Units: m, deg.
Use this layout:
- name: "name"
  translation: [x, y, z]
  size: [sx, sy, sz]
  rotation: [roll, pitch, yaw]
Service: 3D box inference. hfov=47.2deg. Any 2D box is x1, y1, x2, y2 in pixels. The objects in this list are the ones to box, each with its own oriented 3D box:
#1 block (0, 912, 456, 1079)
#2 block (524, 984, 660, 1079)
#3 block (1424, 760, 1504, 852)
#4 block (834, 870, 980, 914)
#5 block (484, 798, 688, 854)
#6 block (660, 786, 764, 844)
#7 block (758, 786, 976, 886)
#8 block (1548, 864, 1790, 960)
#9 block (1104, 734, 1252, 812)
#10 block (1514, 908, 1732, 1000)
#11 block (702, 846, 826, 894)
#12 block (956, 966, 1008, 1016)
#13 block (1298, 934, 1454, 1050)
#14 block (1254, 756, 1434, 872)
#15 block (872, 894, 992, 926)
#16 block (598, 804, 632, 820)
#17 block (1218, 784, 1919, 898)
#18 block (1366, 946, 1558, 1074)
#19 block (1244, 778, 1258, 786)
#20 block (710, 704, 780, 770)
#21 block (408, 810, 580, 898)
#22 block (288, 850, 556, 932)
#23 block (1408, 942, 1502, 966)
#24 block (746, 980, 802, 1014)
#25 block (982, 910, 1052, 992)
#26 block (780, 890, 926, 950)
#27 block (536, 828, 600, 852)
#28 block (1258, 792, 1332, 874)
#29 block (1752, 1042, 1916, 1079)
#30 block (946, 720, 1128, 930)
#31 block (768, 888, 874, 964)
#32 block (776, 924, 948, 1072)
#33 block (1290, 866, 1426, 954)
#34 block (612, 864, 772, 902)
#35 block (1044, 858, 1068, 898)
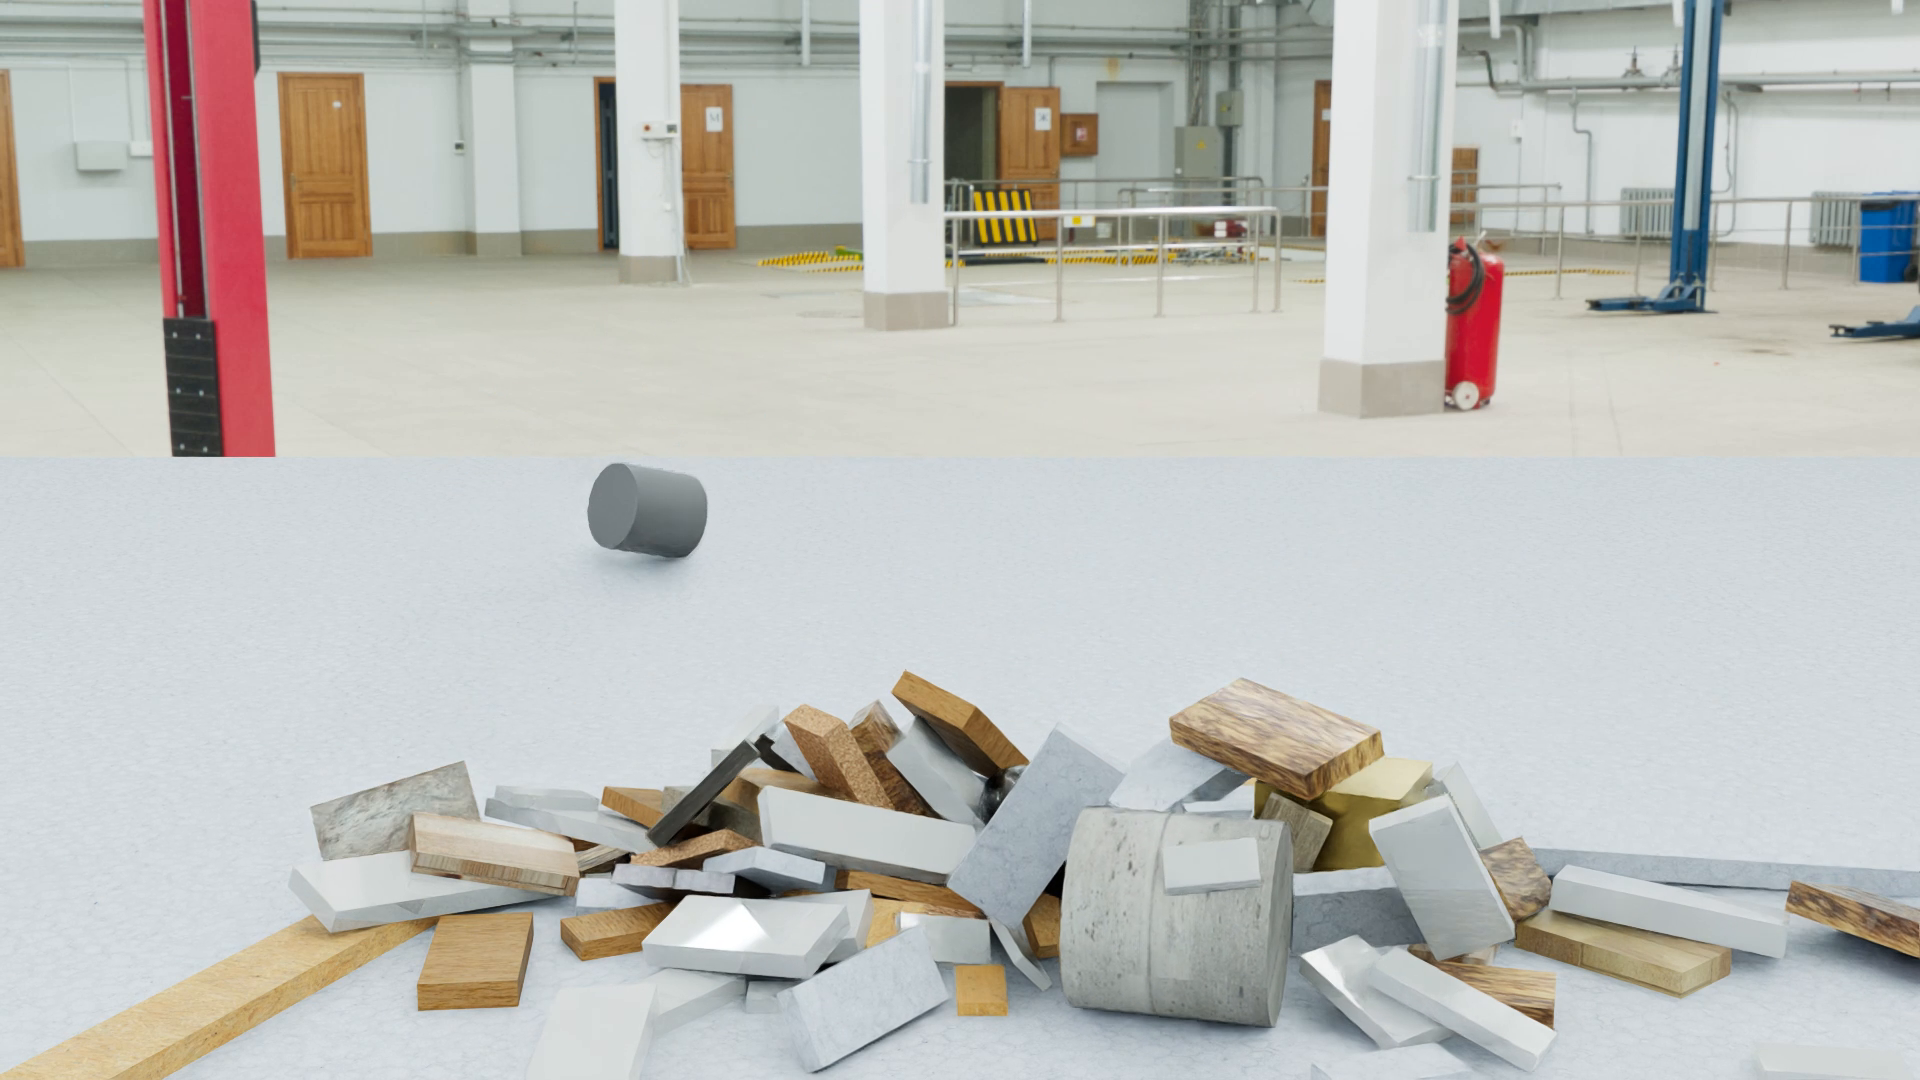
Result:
- name: "block"
  translation: [-1.041, 0.654, 3.213]
  size: [0.143, 0.040, 1.080]
  rotation: [4, 11, 21]
- name: "block"
  translation: [-0.494, 0.683, 2.958]
  size: [0.138, 0.039, 0.276]
  rotation: [-4, 16, 2]
- name: "block"
  translation: [0.847, 0.490, 3.595]
  size: [0.034, 0.243, 0.122]
  rotation: [-31, -4, 26]
- name: "block"
  translation: [-0.083, 0.558, 3.493]
  size: [0.216, 0.031, 0.108]
  rotation: [13, -11, -12]
- name: "block"
  translation: [-0.625, 0.486, 3.739]
  size: [0.369, 0.032, 0.112]
  rotation: [9, 1, 26]
- name: "block"
  translation: [-0.328, 0.464, 3.640]
  size: [0.312, 0.044, 0.156]
  rotation: [11, 1, 37]
- name: "block"
  translation: [-0.138, 0.472, 3.468]
  size: [0.378, 0.031, 0.108]
  rotation: [15, 41, -28]
- name: "block"
  translation: [1.109, 0.577, 3.433]
  size: [0.347, 0.049, 0.173]
  rotation: [10, 3, 22]
- name: "block"
  translation: [0.394, 0.377, 3.670]
  size: [0.330, 0.047, 0.165]
  rotation: [-31, 27, -24]
- name: "block"
  translation: [1.013, 0.625, 3.370]
  size: [0.143, 0.040, 0.285]
  rotation: [-9, 14, -42]
- name: "block"
  translation: [-0.308, 0.515, 3.416]
  size: [0.114, 0.032, 0.228]
  rotation: [18, -20, -23]
- name: "block"
  translation: [0.031, 0.661, 3.230]
  size: [0.072, 0.020, 0.144]
  rotation: [0, 11, -1]
- name: "block"
  translation: [0.587, 0.643, 3.108]
  size: [0.105, 0.030, 0.210]
  rotation: [-13, 33, -29]
- name: "block"
  translation: [0.623, 0.489, 3.574]
  size: [0.233, 0.233, 0.233]
  rotation: [5, 12, 24]
- name: "block"
  translation: [-0.054, 0.590, 3.473]
  size: [0.191, 0.027, 0.095]
  rotation: [7, -12, 19]
- name: "block"
  translation: [-0.645, 0.499, 4.019]
  size: [0.159, 0.023, 0.080]
  rotation: [-2, 1, 29]
- name: "block"
  translation: [0.955, 0.511, 3.802]
  size: [1.365, 0.049, 0.173]
  rotation: [3, 20, 7]
- name: "block"
  translation: [0.697, 0.650, 3.056]
  size: [0.251, 0.027, 0.095]
  rotation: [26, 21, 25]
- name: "block"
  translation: [0.399, 0.474, 4.166]
  size: [0.330, 0.047, 0.165]
  rotation: [0, 11, 0]
- name: "block"
  translation: [-0.399, 0.425, 4.129]
  size: [0.044, 0.156, 0.317]
  rotation: [0, 10, 10]
- name: "block"
  translation: [-0.764, 0.514, 3.602]
  size: [0.266, 0.038, 0.133]
  rotation: [13, 18, -21]
- name: "block"
  translation: [-0.852, 0.548, 3.530]
  size: [0.133, 0.038, 0.426]
  rotation: [33, 22, 36]
- name: "block"
  translation: [0.775, 0.620, 3.418]
  size: [0.117, 0.033, 0.235]
  rotation: [4, 11, 21]
- name: "block"
  translation: [-0.237, 0.666, 3.204]
  size: [0.144, 0.020, 0.072]
  rotation: [0, 11, -1]
- name: "block"
  translation: [0.071, 0.604, 3.431]
  size: [0.018, 0.065, 0.395]
  rotation: [-45, 15, 0]
- name: "block"
  translation: [-0.189, 0.598, 3.396]
  size: [0.249, 0.035, 0.125]
  rotation: [1, 25, 29]
- name: "block"
  translation: [-0.646, 0.530, 3.930]
  size: [0.234, 0.023, 0.080]
  rotation: [-3, 11, -16]
- name: "block"
  translation: [0.493, 0.512, 3.450]
  size: [0.105, 0.210, 0.030]
  rotation: [25, 15, 8]
- name: "block"
  translation: [1.169, 0.710, 2.946]
  size: [0.190, 0.027, 0.095]
  rotation: [2, 11, 10]
- name: "block"
  translation: [0.116, 0.433, 3.321]
  size: [0.125, 0.317, 0.035]
  rotation: [33, 20, 1]
- name: "block"
  translation: [-0.278, 0.596, 3.341]
  size: [0.276, 0.039, 0.138]
  rotation: [-7, 21, 10]
- name: "block"
  translation: [-0.133, 0.640, 3.084]
  size: [0.032, 0.114, 0.294]
  rotation: [-26, -7, 36]
- name: "block"
  translation: [0.640, 0.553, 3.316]
  size: [0.285, 0.143, 0.040]
  rotation: [-5, 42, 1]
- name: "block"
  translation: [-0.423, 0.546, 3.469]
  size: [0.223, 0.032, 0.112]
  rotation: [1, -21, 26]
- name: "block"
  translation: [0.223, 0.523, 3.390]
  size: [0.243, 0.121, 0.034]
  rotation: [20, 44, 5]
